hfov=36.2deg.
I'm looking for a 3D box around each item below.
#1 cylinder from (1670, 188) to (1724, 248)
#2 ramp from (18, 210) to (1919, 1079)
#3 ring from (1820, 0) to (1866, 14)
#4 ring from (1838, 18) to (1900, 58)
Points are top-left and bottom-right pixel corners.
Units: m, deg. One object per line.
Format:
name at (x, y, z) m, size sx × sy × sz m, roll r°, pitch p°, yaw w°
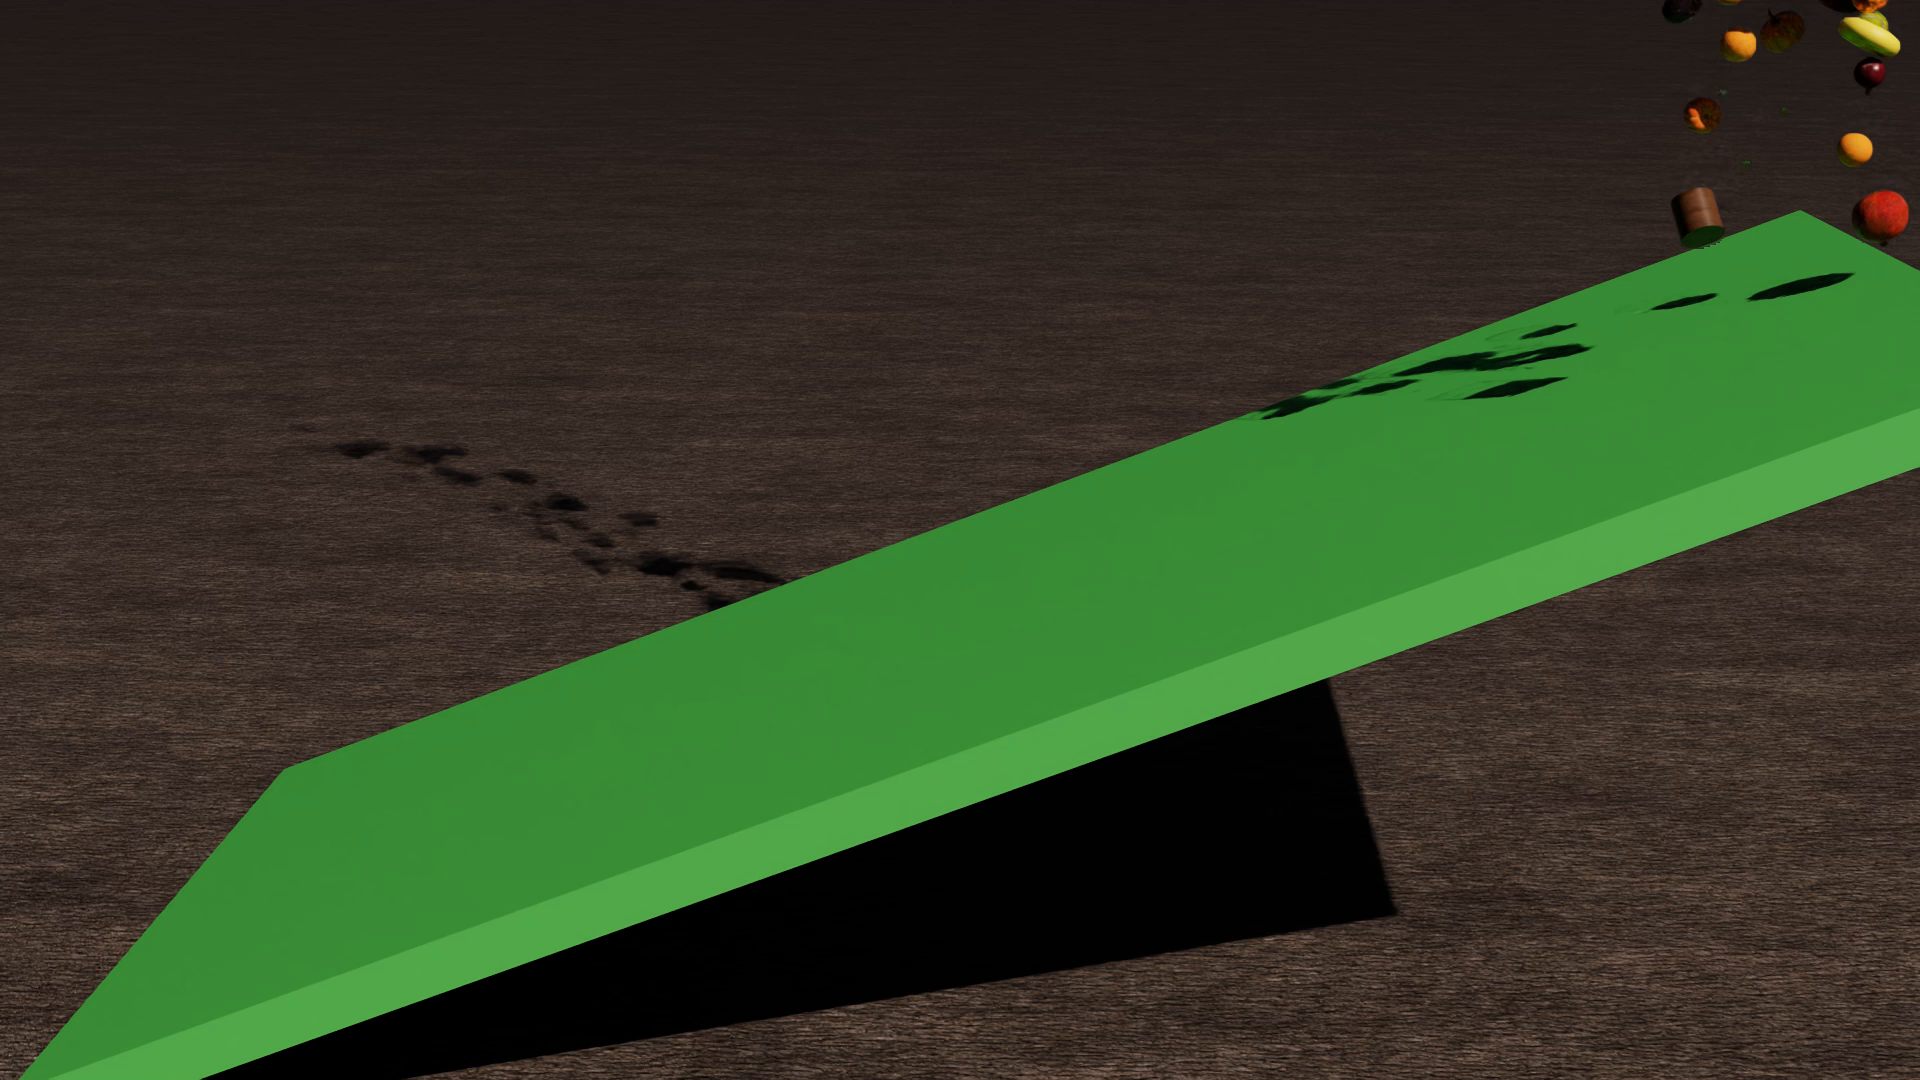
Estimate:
cylinder at (1.481, -0.647, 5.908) m, size 0.088 × 0.088 × 0.088 m, roll -8°, pitch -23°, yaw -3°
ramp at (0.120, 0.175, 6.293) m, size 4.000 × 0.100 × 2.000 m, roll -20°, pitch 12°, yaw 7°
ring at (1.740, -1.101, 5.838) m, size 0.045 × 0.135 × 0.135 m, roll -49°, pitch 30°, yaw -11°
ring at (1.779, -0.984, 5.755) m, size 0.127 × 0.042 × 0.127 m, roll 26°, pitch 10°, yaw -5°
